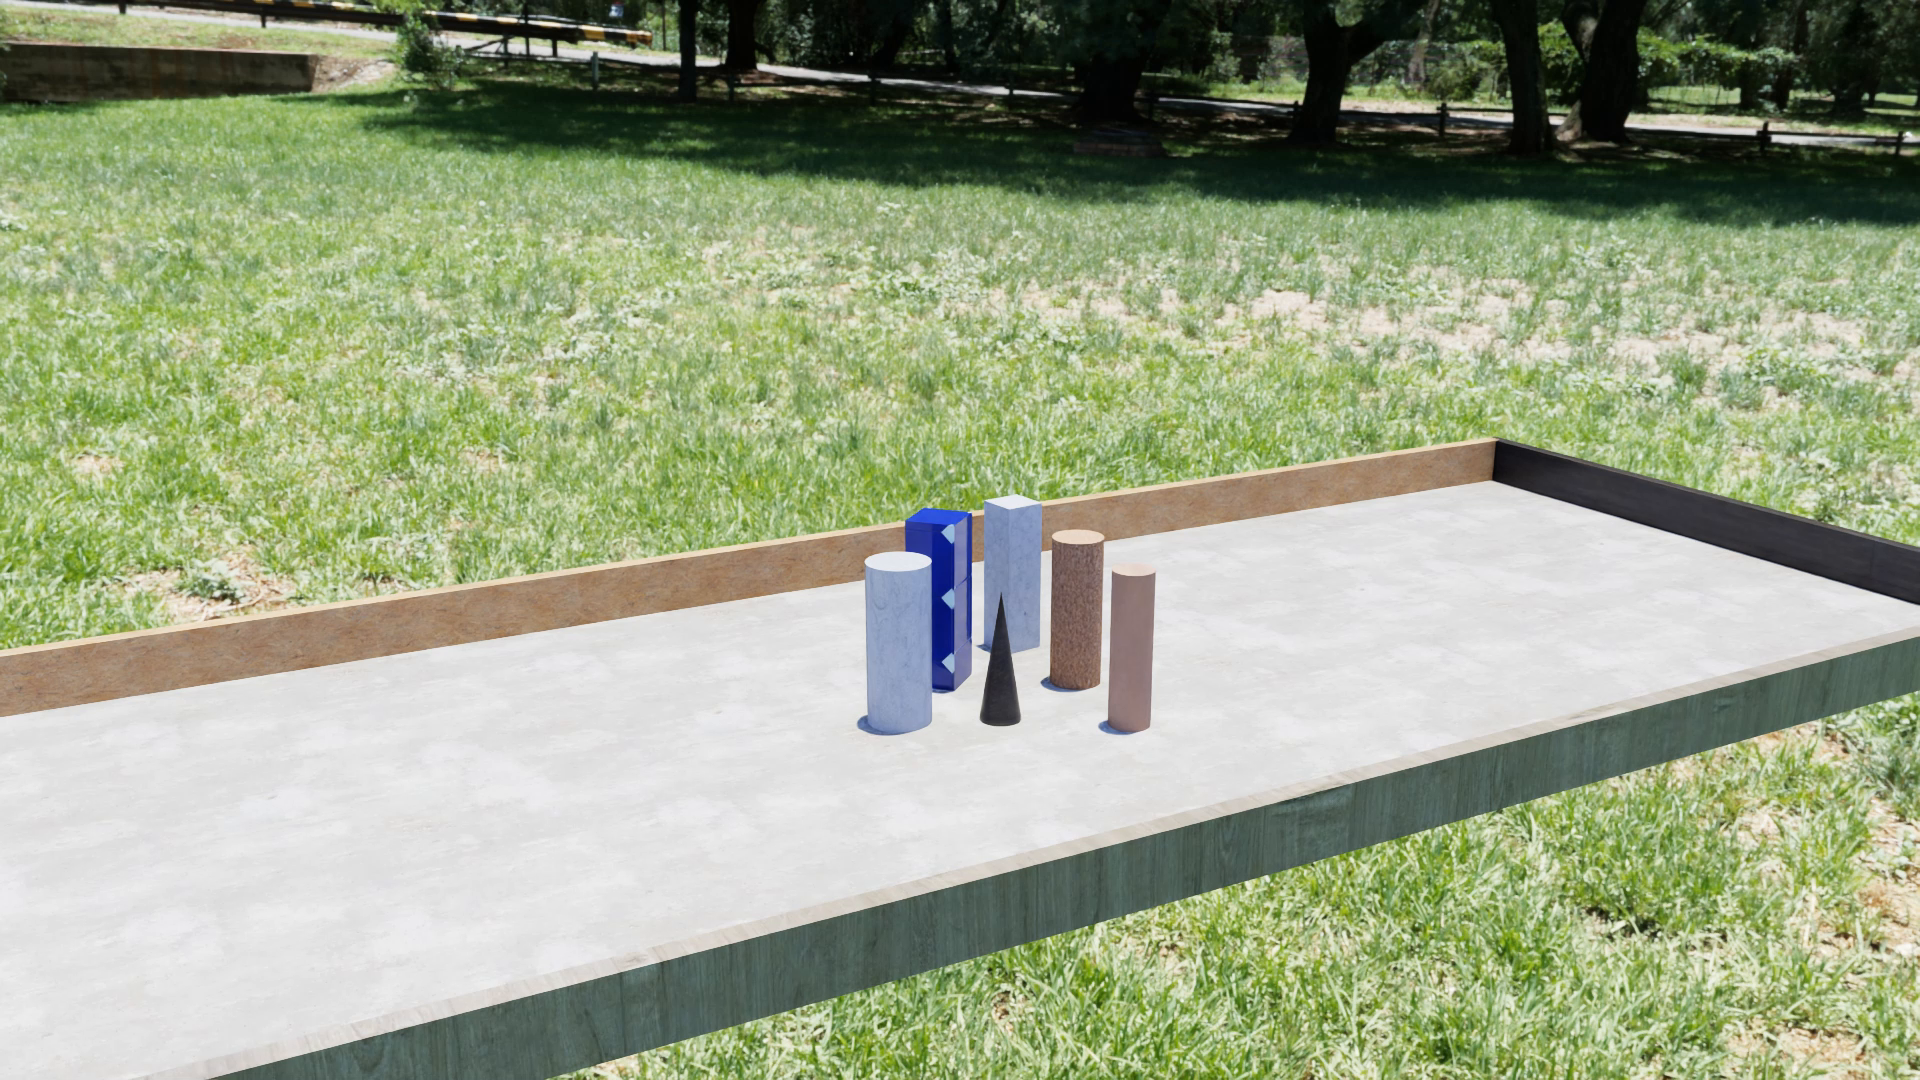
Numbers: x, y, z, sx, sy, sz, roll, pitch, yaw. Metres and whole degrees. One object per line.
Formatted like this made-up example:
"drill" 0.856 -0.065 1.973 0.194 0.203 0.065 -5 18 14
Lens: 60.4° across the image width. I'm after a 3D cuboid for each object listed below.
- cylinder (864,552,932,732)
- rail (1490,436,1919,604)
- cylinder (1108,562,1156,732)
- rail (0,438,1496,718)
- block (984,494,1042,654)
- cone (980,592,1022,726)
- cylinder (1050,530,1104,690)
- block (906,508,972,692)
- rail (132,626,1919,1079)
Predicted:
"cylinder" -0.142 0.237 3.850 0.154 0.393 0.154 0 16 0
"rail" 2.466 -0.048 5.253 0.050 0.150 2.100 -9 18 -27
"cylinder" 0.398 0.250 3.828 0.100 0.381 0.100 0 16 0
"rail" -3.305 0.497 3.399 12.000 0.150 0.050 -9 18 -27
"block" 0.138 0.090 4.344 0.107 0.396 0.107 -11 20 -34
"cone" 0.096 0.271 3.869 0.101 0.318 0.101 0 16 0
"cylinder" 0.290 0.173 4.097 0.128 0.377 0.128 0 16 0
"block" -0.052 0.147 4.099 0.128 0.426 0.128 6 17 19
"rail" -2.336 1.006 1.665 12.000 0.150 0.050 -9 18 -27
